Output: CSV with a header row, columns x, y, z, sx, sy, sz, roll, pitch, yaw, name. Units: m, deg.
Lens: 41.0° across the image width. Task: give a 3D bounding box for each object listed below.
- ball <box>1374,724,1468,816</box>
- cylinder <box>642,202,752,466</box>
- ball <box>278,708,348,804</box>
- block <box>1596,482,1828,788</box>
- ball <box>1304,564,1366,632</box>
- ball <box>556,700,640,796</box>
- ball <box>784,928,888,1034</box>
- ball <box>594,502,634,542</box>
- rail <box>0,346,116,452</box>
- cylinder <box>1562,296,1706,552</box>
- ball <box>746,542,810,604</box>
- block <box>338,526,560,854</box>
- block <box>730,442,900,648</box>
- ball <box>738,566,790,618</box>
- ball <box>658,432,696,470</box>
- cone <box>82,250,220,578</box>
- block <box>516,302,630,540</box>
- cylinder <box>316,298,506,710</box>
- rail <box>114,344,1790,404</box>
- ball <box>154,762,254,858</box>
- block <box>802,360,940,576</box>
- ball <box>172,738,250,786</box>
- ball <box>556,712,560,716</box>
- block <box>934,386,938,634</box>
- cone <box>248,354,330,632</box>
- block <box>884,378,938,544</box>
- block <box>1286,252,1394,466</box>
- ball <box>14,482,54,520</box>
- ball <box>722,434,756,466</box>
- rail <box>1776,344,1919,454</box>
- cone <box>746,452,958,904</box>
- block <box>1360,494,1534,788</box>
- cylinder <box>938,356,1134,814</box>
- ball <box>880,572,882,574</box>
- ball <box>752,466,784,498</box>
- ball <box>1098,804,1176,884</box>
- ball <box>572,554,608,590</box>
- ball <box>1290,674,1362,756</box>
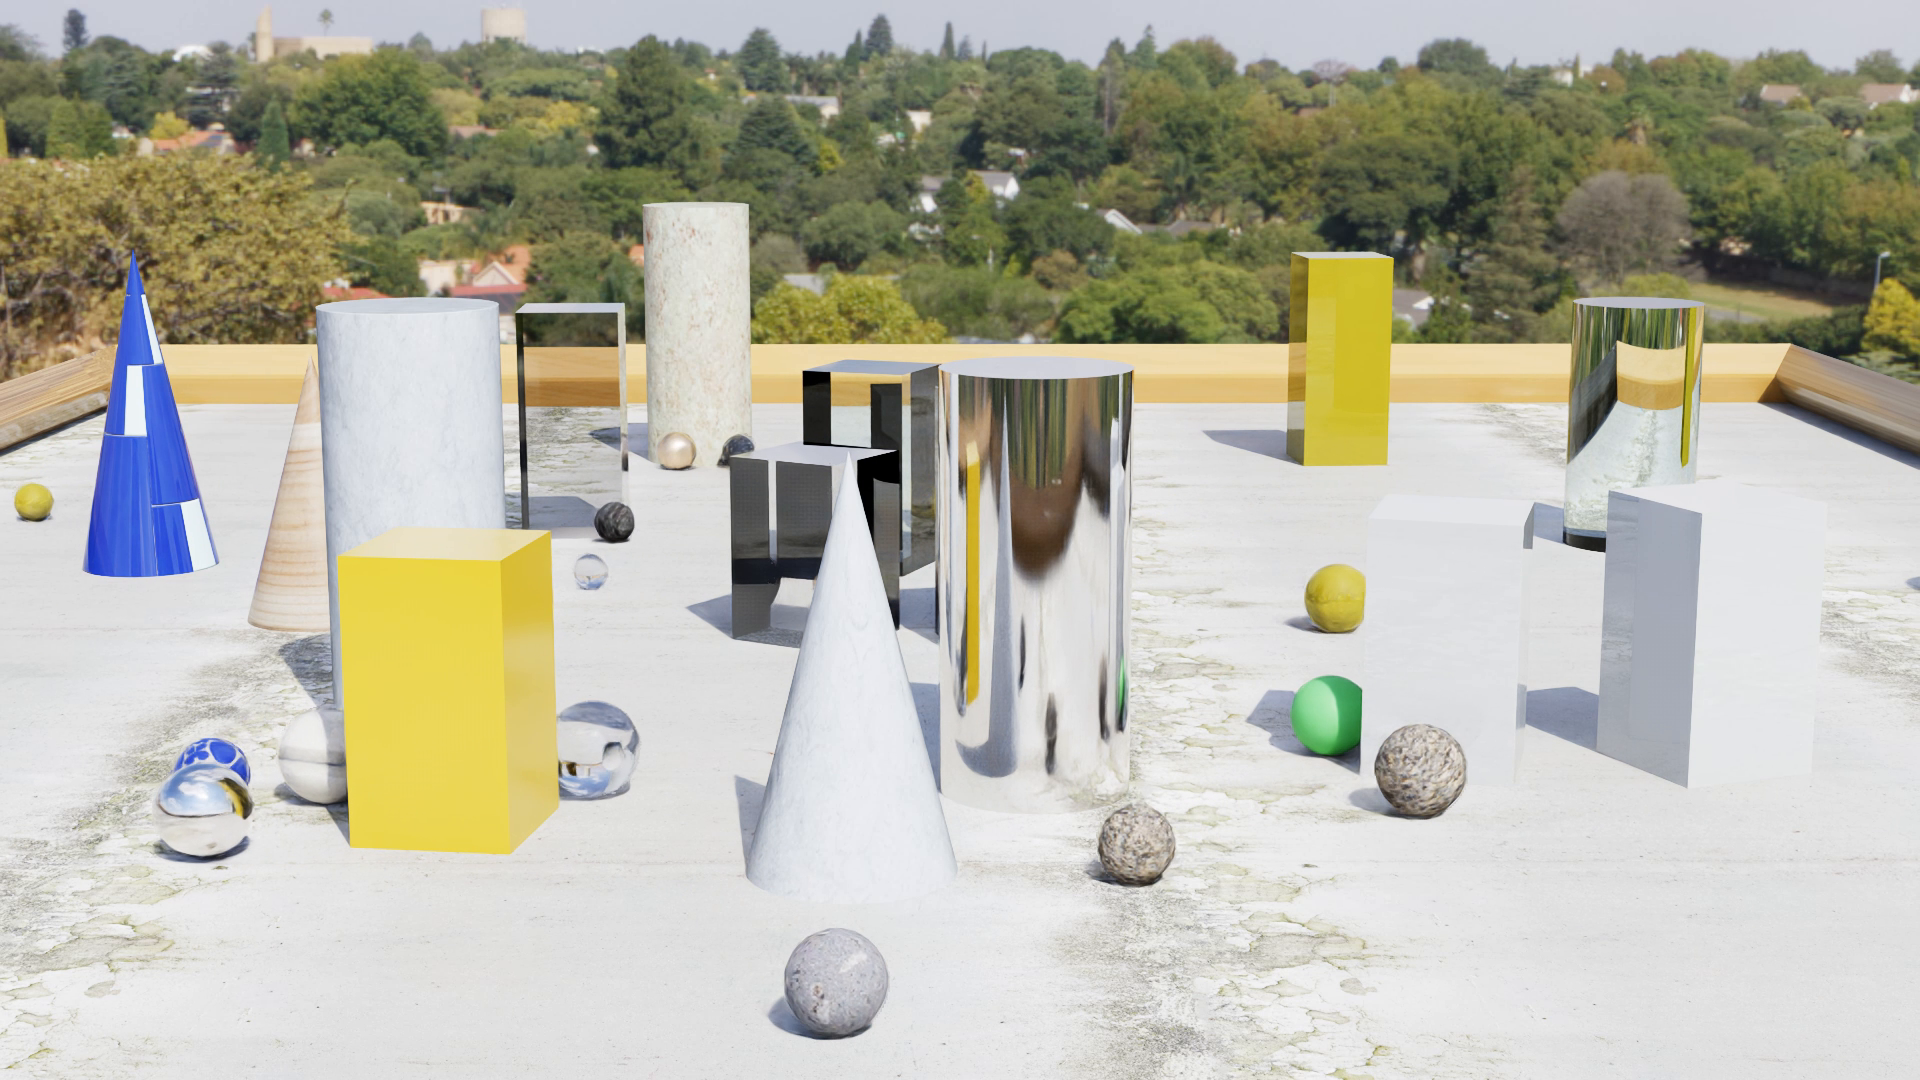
x,y,z,sx,sy,sz,roll,pitch,yaw,name
0.452,0.225,2.518,0.090,0.090,0.090,0,11,0,ball
-0.485,-0.384,4.754,0.195,0.471,0.195,0,11,0,cylinder
-0.631,0.215,2.558,0.095,0.095,0.095,0,11,0,ball
0.784,0.095,2.686,0.156,0.284,0.156,-4,11,-21,block
0.491,0.075,3.329,0.089,0.089,0.089,0,11,0,ball
-0.370,0.210,2.581,0.097,0.097,0.097,0,11,0,ball
-0.094,0.335,1.951,0.080,0.080,0.080,0,11,0,ball
-0.532,-0.027,3.954,0.062,0.062,0.062,0,11,0,ball
-1.794,0.034,3.439,0.045,0.126,4.315,0,11,0,rail
1.027,-0.177,3.917,0.195,0.370,0.195,0,11,0,cylinder
-0.248,0.046,3.490,0.088,0.088,0.088,0,11,0,ball
-0.486,0.140,2.455,0.156,0.279,0.156,2,11,8,block
-0.185,0.006,3.294,0.156,0.237,0.156,6,12,30,block
-0.260,0.069,3.414,0.070,0.070,0.070,0,11,0,ball
-0.513,-0.162,4.658,0.069,0.069,0.069,0,11,0,ball
-1.192,-0.192,3.739,0.195,0.464,0.195,0,11,0,cone
-0.606,-0.189,4.030,0.156,0.352,0.156,-1,11,-3,block
-0.598,-0.024,2.820,0.195,0.468,0.195,0,11,0,cylinder
-0.012,-0.357,5.547,3.636,0.126,0.045,0,11,0,rail
-0.701,0.251,2.380,0.089,0.089,0.089,0,11,0,ball
-0.126,-0.109,3.763,0.156,0.291,0.156,4,11,21,block
-0.737,0.232,2.526,0.074,0.074,0.074,0,11,0,ball
-0.429,0.207,2.732,0.048,0.048,0.048,0,11,0,ball
0.062,-0.027,3.244,0.156,0.321,0.156,-3,11,-13,block
-0.851,-0.072,3.394,0.195,0.353,0.195,0,11,0,cone
-0.032,-0.125,4.000,0.156,0.236,0.156,-1,11,-8,block
0.702,-0.337,4.751,0.156,0.380,0.156,-1,11,-5,block
-1.495,-0.062,4.140,0.061,0.061,0.061,0,11,0,ball
-0.404,-0.162,4.680,0.061,0.061,0.061,0,11,0,ball
1.794,0.031,3.459,0.045,0.126,4.315,0,11,0,rail
-0.099,0.111,2.314,0.195,0.388,0.195,0,11,0,cone
0.511,0.101,2.687,0.156,0.271,0.156,3,11,16,block
0.076,0.041,2.578,0.195,0.430,0.195,0,11,0,cylinder
-0.136,0.055,3.521,0.058,0.058,0.058,0,11,0,ball
-0.325,-0.099,4.356,0.055,0.055,0.055,0,11,0,ball
0.159,0.274,2.309,0.070,0.070,0.070,0,11,0,ball
-0.518,0.044,3.602,0.049,0.049,0.049,0,11,0,ball
0.395,0.187,2.736,0.086,0.086,0.086,0,11,0,ball
